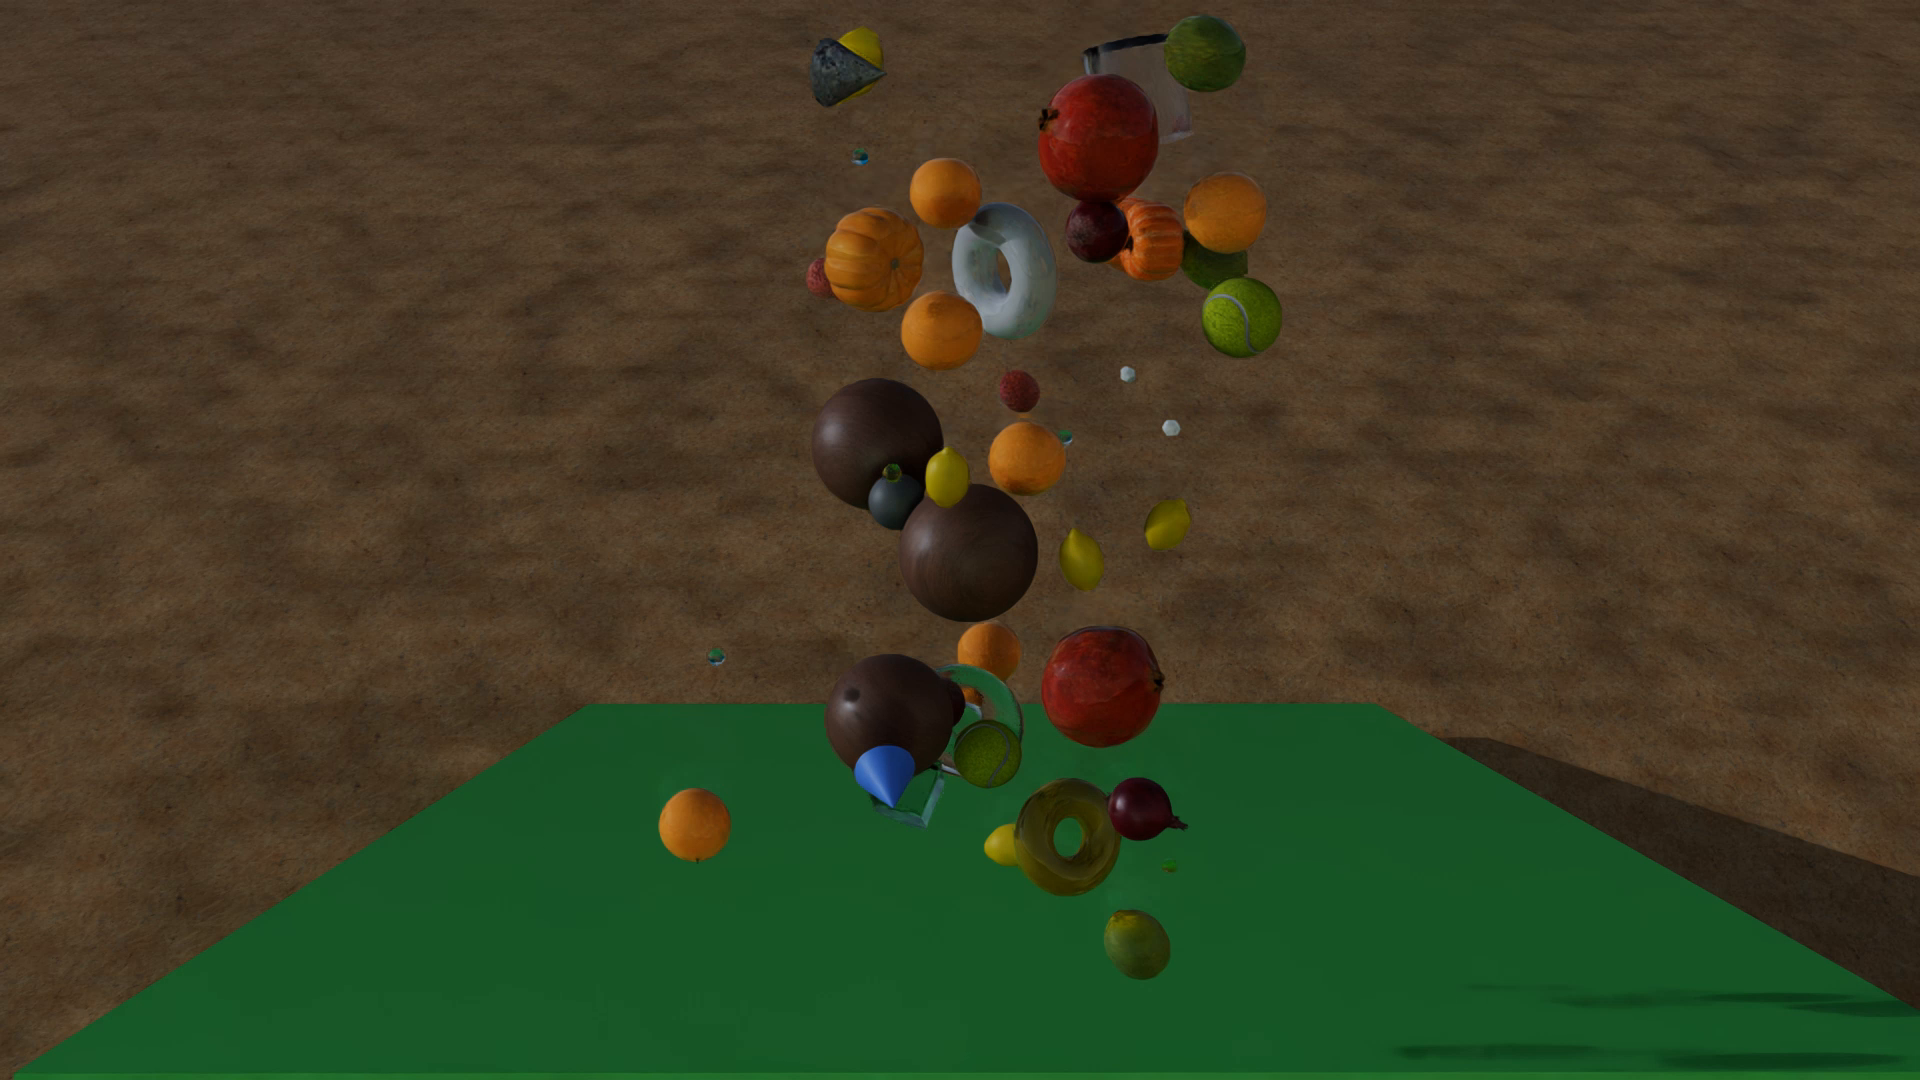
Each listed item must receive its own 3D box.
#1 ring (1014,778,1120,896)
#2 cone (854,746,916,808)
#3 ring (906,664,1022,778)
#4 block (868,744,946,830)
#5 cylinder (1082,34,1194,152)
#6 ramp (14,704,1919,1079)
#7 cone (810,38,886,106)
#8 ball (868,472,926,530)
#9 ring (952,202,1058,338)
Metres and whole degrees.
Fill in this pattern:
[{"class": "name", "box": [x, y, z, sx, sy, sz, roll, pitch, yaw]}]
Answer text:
[{"class": "ring", "box": [0.106, 0.290, 2.516, 0.116, 0.116, 0.039, -15, 5, -28]}, {"class": "cone", "box": [-0.068, 0.238, 2.465, 0.060, 0.060, 0.060, -4, 34, -9]}, {"class": "ring", "box": [0.004, 0.198, 2.814, 0.134, 0.134, 0.045, 8, 24, 16]}, {"class": "block", "box": [-0.057, 0.271, 2.830, 0.061, 0.061, 0.061, 19, 68, 12]}, {"class": "cylinder", "box": [0.169, -0.424, 2.452, 0.093, 0.093, 0.093, -9, 2, 0]}, {"class": "ramp", "box": [0.058, 0.522, 4.561, 2.000, 0.100, 4.000, 0, 2, 0]}, {"class": "cone", "box": [-0.087, -0.397, 2.195, 0.058, 0.058, 0.058, 7, 25, 28]}, {"class": "ball", "box": [-0.059, -0.036, 2.425, 0.054, 0.054, 0.054, 0, 25, 0]}, {"class": "ring", "box": [0.045, -0.272, 2.608, 0.047, 0.140, 0.140, -17, 30, -36]}]
